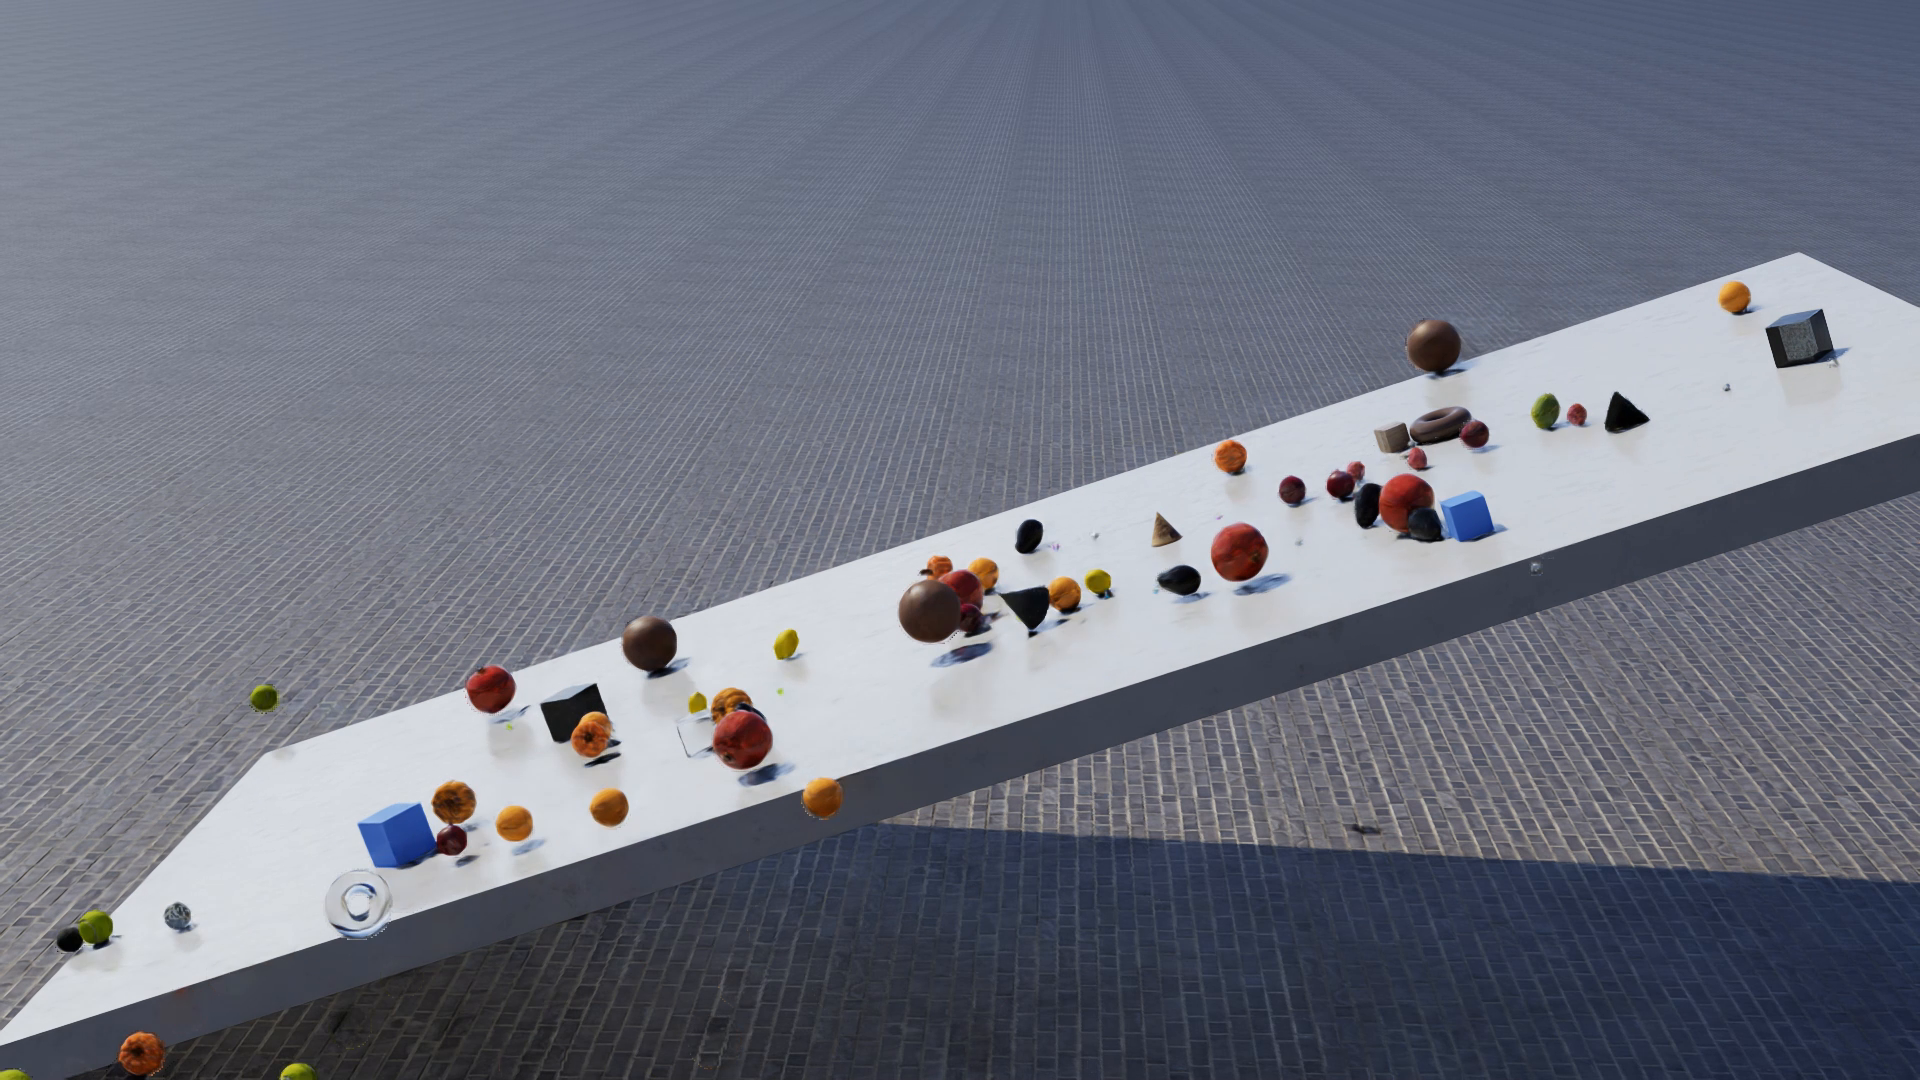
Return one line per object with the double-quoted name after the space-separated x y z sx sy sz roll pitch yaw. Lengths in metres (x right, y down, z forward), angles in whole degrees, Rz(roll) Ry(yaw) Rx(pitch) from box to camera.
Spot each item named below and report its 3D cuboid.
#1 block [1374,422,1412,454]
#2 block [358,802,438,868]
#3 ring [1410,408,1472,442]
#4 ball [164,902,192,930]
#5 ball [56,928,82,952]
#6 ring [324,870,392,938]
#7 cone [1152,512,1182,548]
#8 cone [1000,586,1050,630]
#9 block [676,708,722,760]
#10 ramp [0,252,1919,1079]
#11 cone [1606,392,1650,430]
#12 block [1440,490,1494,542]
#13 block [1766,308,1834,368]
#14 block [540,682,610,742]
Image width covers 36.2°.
0.950 -0.225 6.453 0.053 0.053 0.053 -22 11 -16 "block"
-1.124 0.589 5.877 0.096 0.096 0.096 -28 14 -39 "block"
1.051 -0.252 6.432 0.141 0.047 0.141 -18 12 4 "ring"
-1.578 0.758 5.932 0.054 0.054 0.054 0 12 0 "ball"
-1.832 0.823 6.054 0.052 0.052 0.052 0 12 0 "ball"
-1.099 0.665 5.377 0.124 0.124 0.041 -6 6 -24 "ring"
0.434 -0.030 6.328 0.070 0.070 0.070 -18 11 4 "cone"
0.117 0.123 5.949 0.093 0.093 0.093 19 2 -28 "cone"
-0.525 0.388 5.905 0.071 0.071 0.071 -20 11 -3 "block"
0.107 0.180 6.305 4.000 0.100 2.000 -18 11 6 "ramp"
1.353 -0.251 5.929 0.082 0.082 0.082 16 17 22 "cone"
0.951 -0.045 5.514 0.069 0.069 0.069 -20 11 -2 "block"
1.705 -0.409 5.972 0.087 0.087 0.087 -9 15 44 "block"
-0.845 0.378 6.450 0.093 0.093 0.093 -11 14 38 "block"
